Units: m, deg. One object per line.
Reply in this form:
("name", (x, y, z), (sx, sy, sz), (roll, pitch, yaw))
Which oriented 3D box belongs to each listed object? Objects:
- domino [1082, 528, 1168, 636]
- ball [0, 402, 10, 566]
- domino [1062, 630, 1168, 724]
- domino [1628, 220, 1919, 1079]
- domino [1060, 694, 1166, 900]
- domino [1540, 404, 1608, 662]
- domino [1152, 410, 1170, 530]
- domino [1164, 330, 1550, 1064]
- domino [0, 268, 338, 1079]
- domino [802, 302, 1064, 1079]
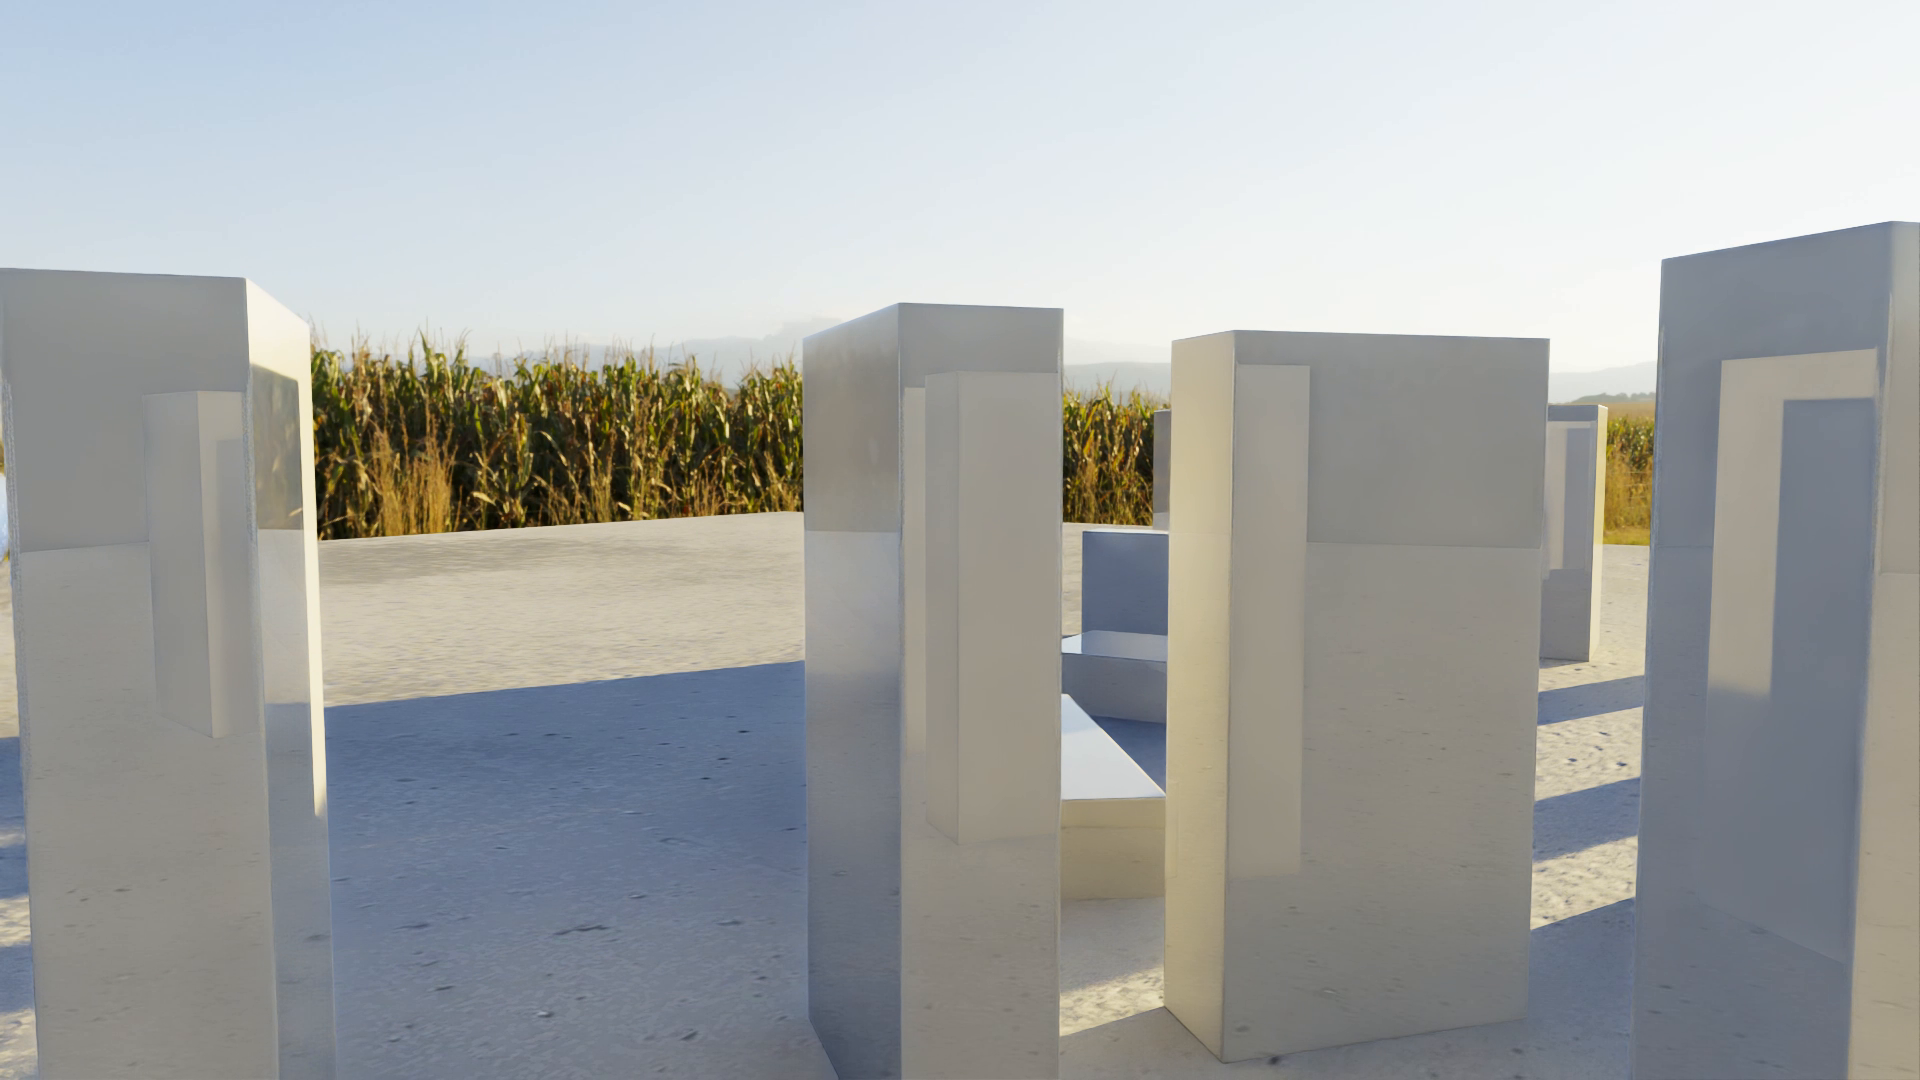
("domino", (0.049, 0.011, 0.252), (0.050, 0.025, 0.010), (2, 5, 27))
("ball", (-0.196, -0.013, 0.202), (0.080, 0.080, 0.080), (0, 4, 0))
("domino", (0.039, 0.022, 0.205), (0.050, 0.010, 0.025), (3, 5, 31))
("domino", (0.042, 0.014, 0.053), (0.025, 0.050, 0.010), (-1, 4, -17))
("domino", (0.004, 0.027, 0.144), (0.025, 0.010, 0.050), (0, 4, -6))
("domino", (0.125, -0.002, 0.262), (0.010, 0.050, 0.025), (3, 5, 30))
("domino", (0.050, -0.004, 0.285), (0.009, 0.050, 0.025), (0, 4, -2))
("domino", (0.029, 0.010, 0.094), (0.025, 0.050, 0.009), (-1, 4, -16))
("domino", (-0.041, 0.012, 0.070), (0.009, 0.050, 0.025), (-2, 5, -21))
("domino", (-0.003, 0.011, 0.083), (0.010, 0.050, 0.025), (-1, 5, -19))
